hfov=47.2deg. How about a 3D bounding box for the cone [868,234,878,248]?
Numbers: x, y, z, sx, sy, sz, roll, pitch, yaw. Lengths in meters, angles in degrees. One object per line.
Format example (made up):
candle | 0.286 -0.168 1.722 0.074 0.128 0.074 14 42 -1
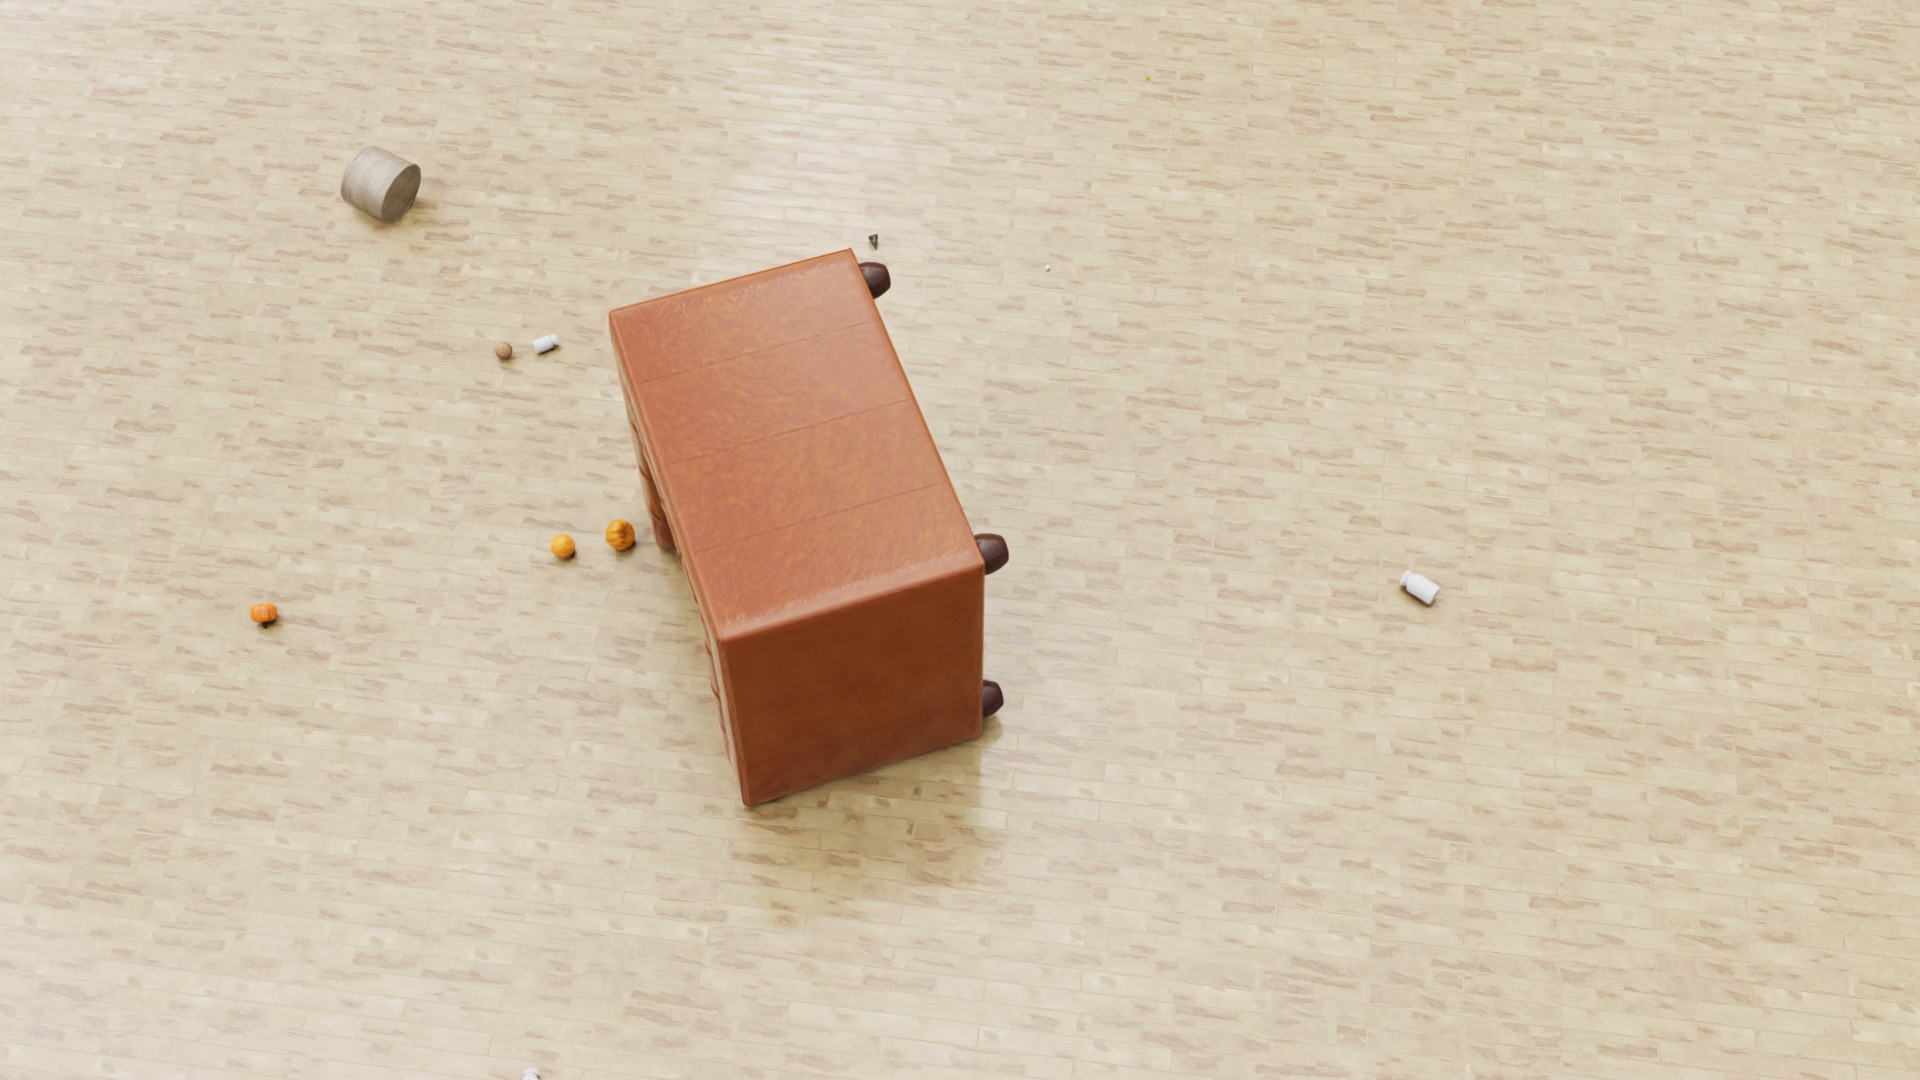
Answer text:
cone | -0.280 -0.973 7.214 0.034 0.049 0.049 -11 83 -12

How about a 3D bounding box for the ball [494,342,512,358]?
ball | -1.441 -0.599 6.943 0.054 0.054 0.054 0 56 0

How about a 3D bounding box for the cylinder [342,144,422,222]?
cylinder | -1.911 -1.178 7.265 0.172 0.158 0.214 27 80 17
